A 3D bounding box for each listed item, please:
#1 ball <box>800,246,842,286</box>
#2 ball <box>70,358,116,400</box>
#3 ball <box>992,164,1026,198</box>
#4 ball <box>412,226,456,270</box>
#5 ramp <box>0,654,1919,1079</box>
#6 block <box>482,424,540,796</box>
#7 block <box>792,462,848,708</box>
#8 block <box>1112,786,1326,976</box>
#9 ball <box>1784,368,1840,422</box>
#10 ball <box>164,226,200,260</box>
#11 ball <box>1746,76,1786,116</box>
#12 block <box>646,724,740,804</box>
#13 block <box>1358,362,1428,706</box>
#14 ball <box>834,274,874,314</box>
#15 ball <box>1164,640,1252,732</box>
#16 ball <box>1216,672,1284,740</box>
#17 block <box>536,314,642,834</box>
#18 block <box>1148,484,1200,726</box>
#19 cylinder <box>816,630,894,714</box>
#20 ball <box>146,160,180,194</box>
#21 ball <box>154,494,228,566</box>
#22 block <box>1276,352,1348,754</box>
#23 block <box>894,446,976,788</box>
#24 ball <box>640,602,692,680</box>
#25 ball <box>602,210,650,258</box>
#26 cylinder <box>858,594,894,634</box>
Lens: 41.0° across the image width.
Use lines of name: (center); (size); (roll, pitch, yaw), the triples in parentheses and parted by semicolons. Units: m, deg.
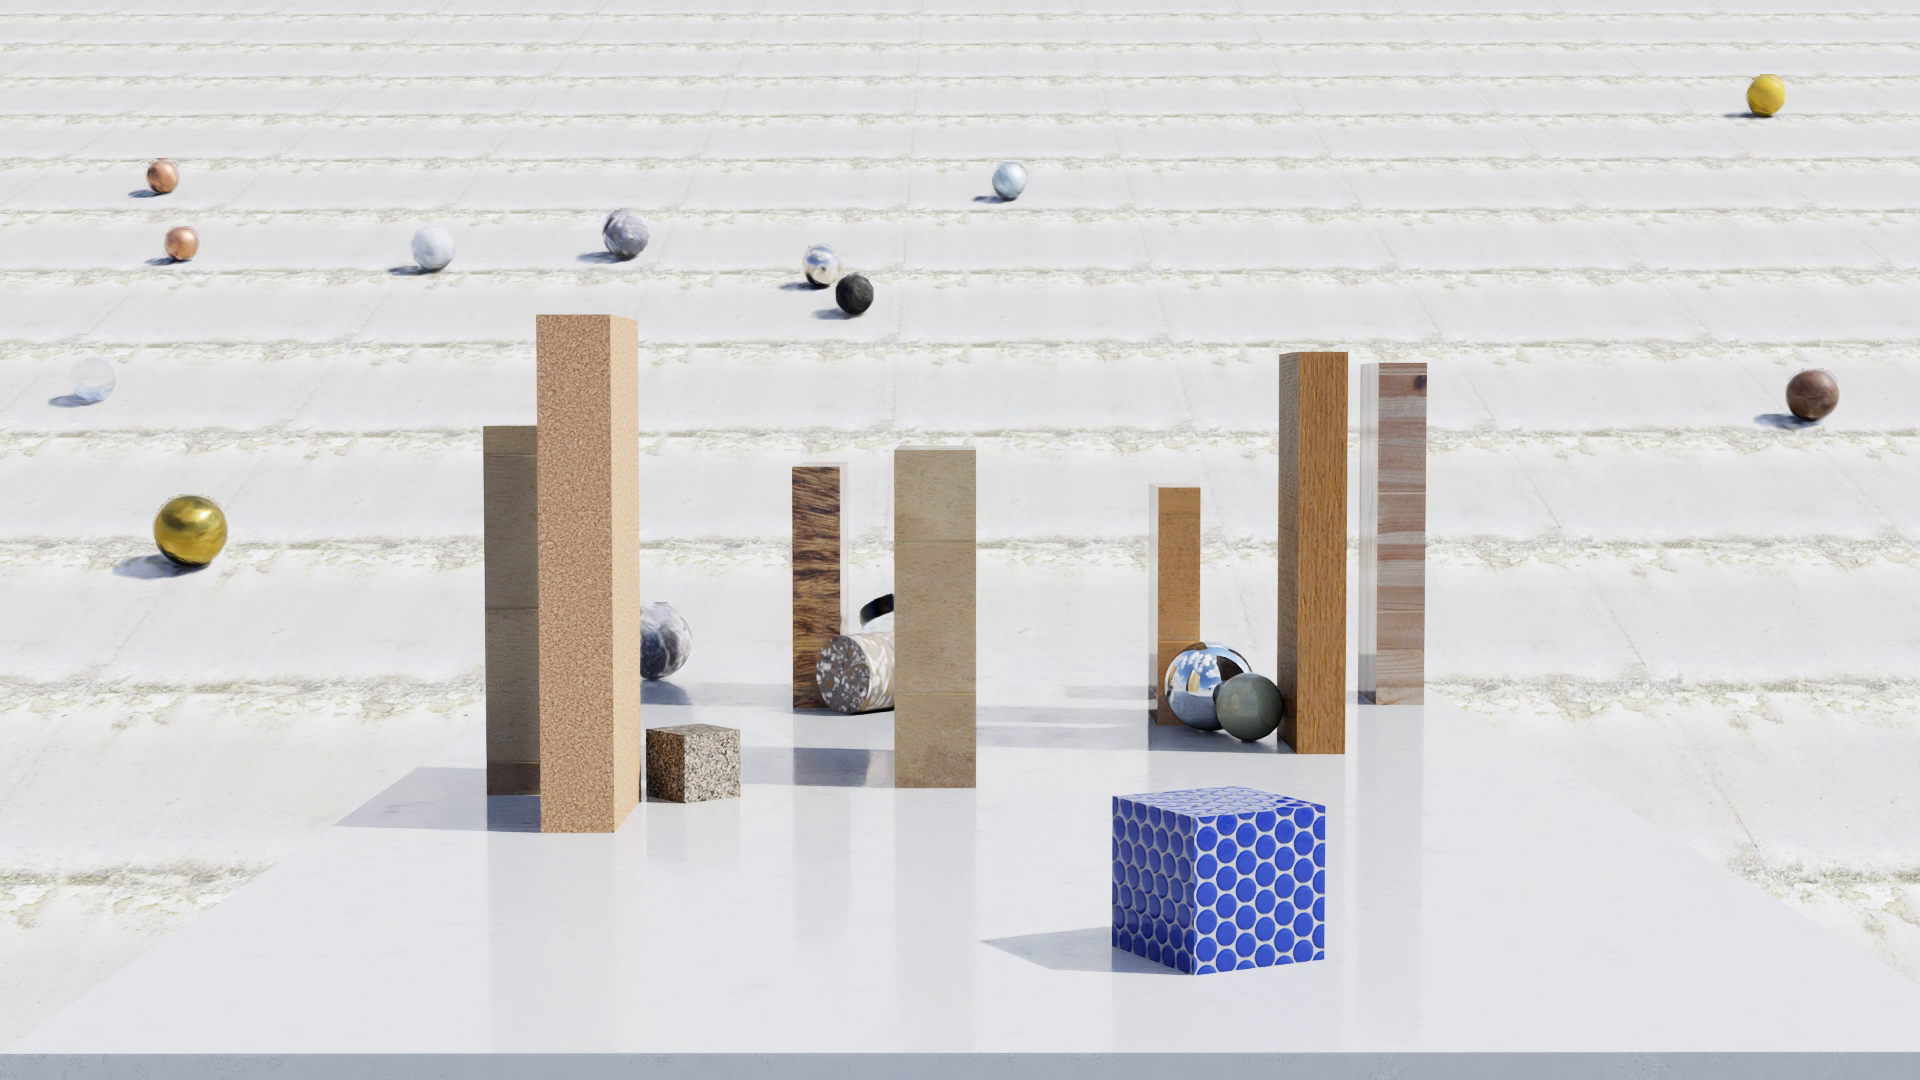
ball: (-0.545, -1.074, 10.076); (0.159, 0.159, 0.159); (0, 21, 0)
ball: (-2.947, -0.547, 8.738); (0.147, 0.147, 0.147); (0, 21, 0)
ball: (0.220, -1.594, 11.422); (0.155, 0.155, 0.155); (0, 21, 0)
ball: (-2.110, -1.167, 10.299); (0.173, 0.173, 0.173); (0, 21, 0)
ramp: (0.049, 0.446, 4.532); (2.000, 0.100, 4.000); (0, 3, 0)
block: (-0.724, 0.108, 4.306); (0.093, 0.601, 0.277); (0, 3, 0)
block: (-0.300, 0.088, 5.576); (0.100, 0.504, 0.427); (0, 3, 0)
block: (0.299, 0.391, 2.984); (0.178, 0.178, 0.178); (-2, 3, -28)
ball: (2.829, -0.481, 8.531); (0.173, 0.173, 0.173); (0, 21, 0)
ball: (-3.162, -1.203, 10.437); (0.138, 0.138, 0.138); (0, 21, 0)
ball: (4.103, -2.260, 13.077); (0.199, 0.199, 0.199); (0, 21, 0)
block: (-0.433, 0.362, 4.170); (0.109, 0.109, 0.109); (-3, 4, -41)
block: (0.927, -0.019, 5.522); (0.102, 0.720, 0.246); (0, 3, 0)
ball: (-0.399, -0.929, 9.718); (0.150, 0.150, 0.150); (0, 21, 0)
ball: (0.485, 0.283, 4.988); (0.176, 0.176, 0.176); (0, 21, 0)
ball: (0.547, 0.315, 4.853); (0.129, 0.129, 0.129); (0, 21, 0)
block: (-0.569, 0.043, 3.962); (0.109, 0.768, 0.328); (0, 3, 0)
block: (0.432, 0.125, 5.191); (0.084, 0.471, 0.248); (0, 3, 0)
cylinder: (-0.183, 0.273, 5.325); (0.162, 0.162, 0.162); (-3, 17, -45)
ball: (-3.573, -1.628, 11.521); (0.148, 0.148, 0.148); (0, 21, 0)
ball: (-2.189, -0.026, 7.317); (0.205, 0.205, 0.205); (0, 21, 0)
block: (0.655, 0.017, 4.791); (0.088, 0.729, 0.294); (0, 3, 0)
block: (-0.041, 0.120, 4.463); (0.135, 0.560, 0.441); (0, 3, 0)
ball: (-0.707, 0.233, 5.931); (0.176, 0.176, 0.176); (0, 21, 0)
ball: (-1.362, -1.248, 10.481); (0.191, 0.191, 0.191); (0, 21, 0)
cylinder: (-0.142, 0.220, 5.890); (0.147, 0.147, 0.147); (-8, 61, -20)
